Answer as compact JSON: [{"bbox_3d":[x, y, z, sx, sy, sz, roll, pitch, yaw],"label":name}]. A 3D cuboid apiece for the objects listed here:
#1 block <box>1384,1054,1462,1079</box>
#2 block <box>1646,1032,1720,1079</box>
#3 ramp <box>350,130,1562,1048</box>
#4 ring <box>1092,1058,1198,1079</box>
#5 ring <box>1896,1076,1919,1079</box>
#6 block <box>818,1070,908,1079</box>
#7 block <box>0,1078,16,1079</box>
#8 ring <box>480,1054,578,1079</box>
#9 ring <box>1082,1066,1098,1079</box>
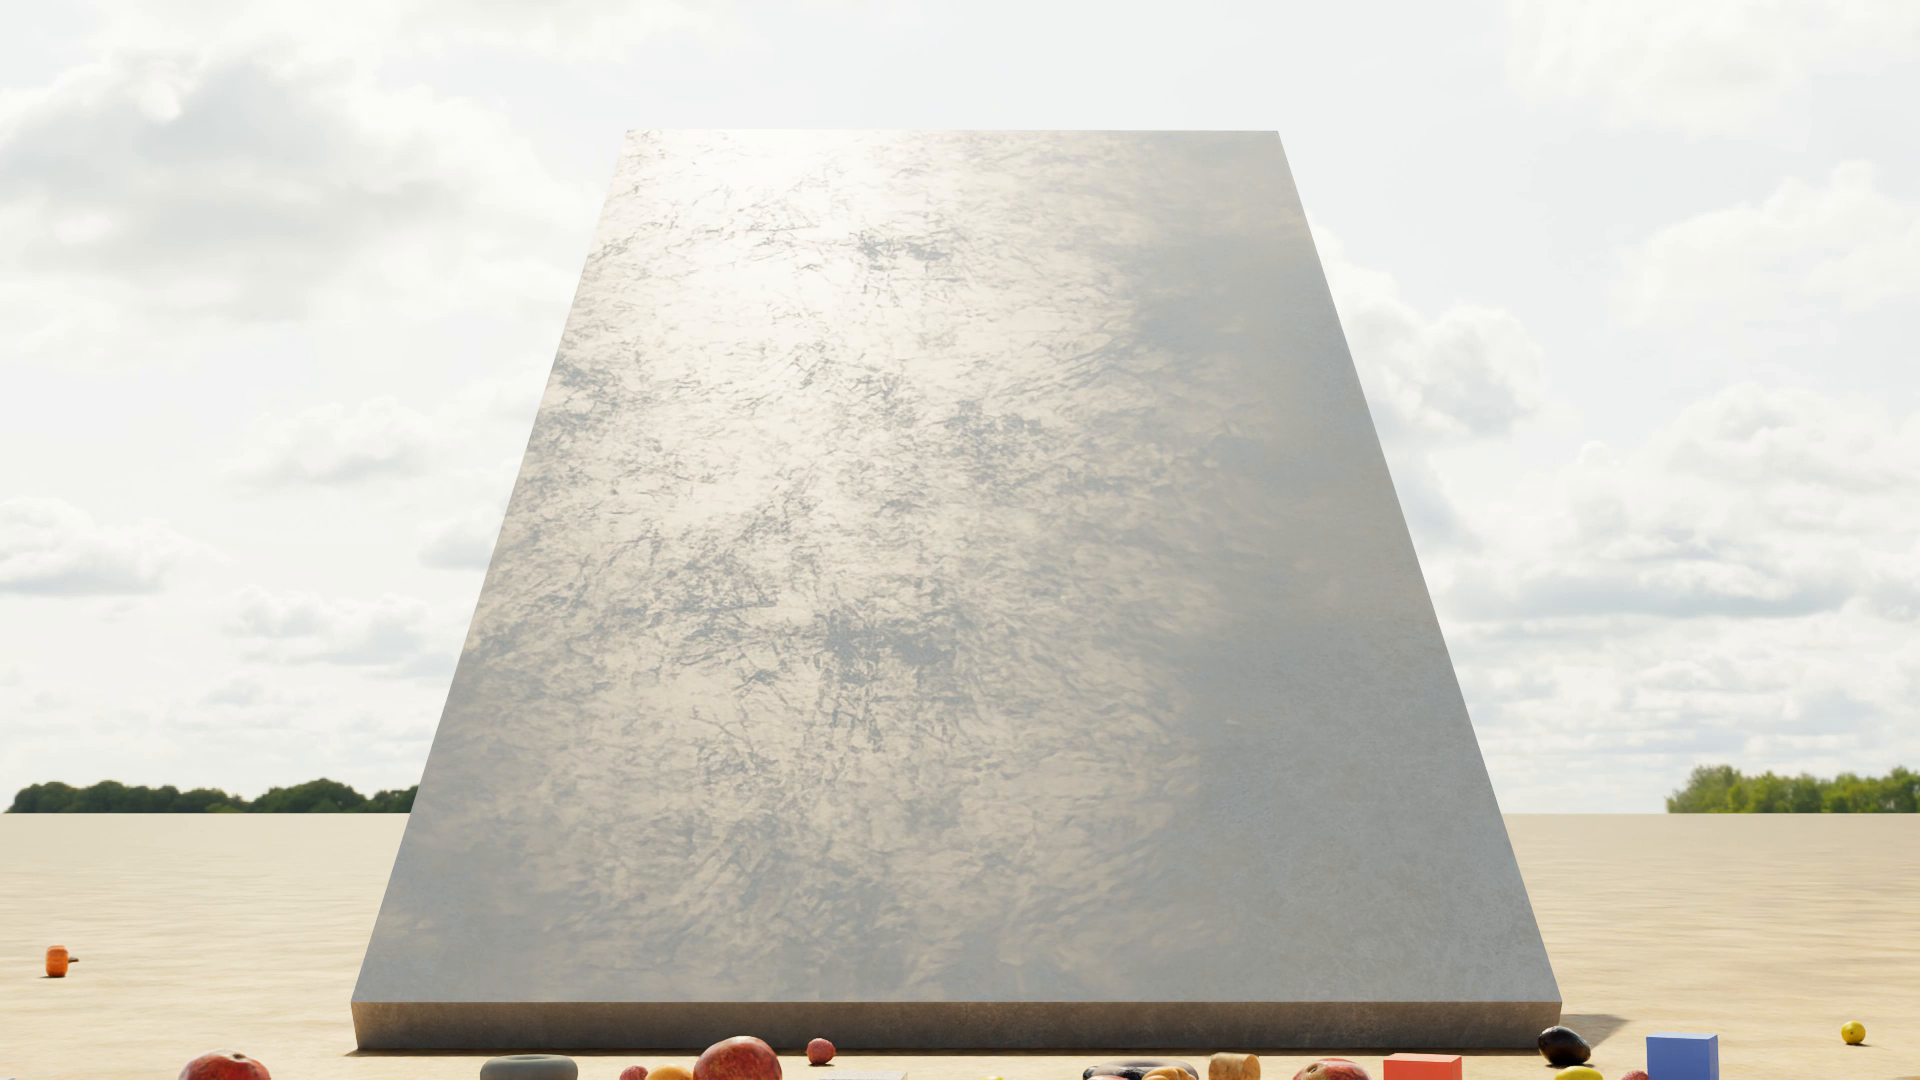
[{"bbox_3d":[0.585,0.697,3.059,0.085,0.085,0.085,-2,-7,20],"label":"block"},{"bbox_3d":[1.005,0.731,3.367,0.084,0.084,0.084,-3,-7,25],"label":"block"},{"bbox_3d":[-0.013,-0.206,5.745,2.000,0.100,4.000,0,30,0],"label":"ramp"},{"bbox_3d":[0.254,0.744,3.329,0.150,0.050,0.150,-1,-6,0],"label":"ring"},{"bbox_3d":[1.286,0.733,3.196,0.130,0.043,0.130,-1,-7,0],"label":"ring"},{"bbox_3d":[-0.111,0.663,2.786,0.093,0.093,0.093,0,-6,4],"label":"block"},{"bbox_3d":[-1.179,0.682,2.884,0.075,0.075,0.075,0,-6,0],"label":"block"},{"bbox_3d":[-0.612,0.759,3.442,0.139,0.046,0.139,-1,-8,0],"label":"ring"},{"bbox_3d":[0.222,0.765,3.442,0.098,0.033,0.098,0,-9,0],"label":"ring"}]
